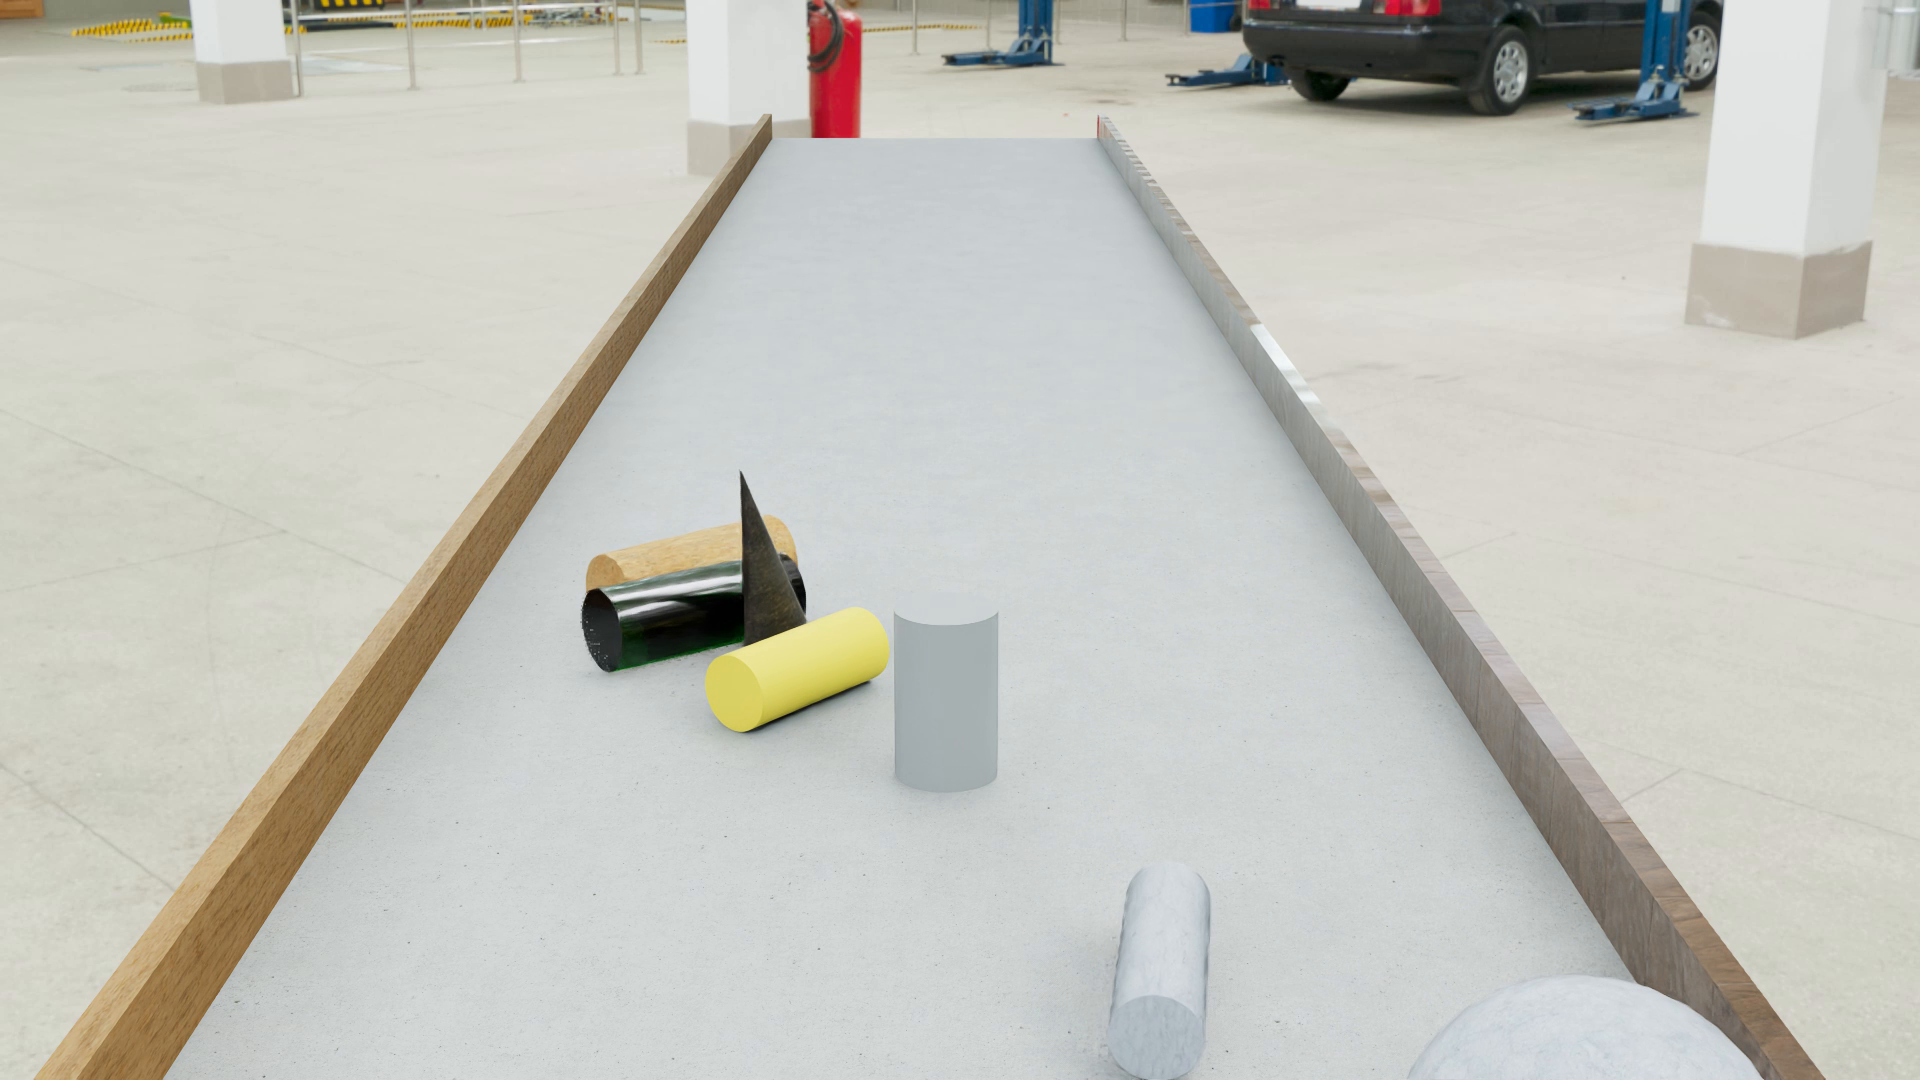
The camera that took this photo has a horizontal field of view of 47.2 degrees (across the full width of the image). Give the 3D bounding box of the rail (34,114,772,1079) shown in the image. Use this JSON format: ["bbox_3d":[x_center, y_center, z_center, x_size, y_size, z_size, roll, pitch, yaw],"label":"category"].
[{"bbox_3d":[-1.118,-0.838,7.780,0.050,0.150,12.000,0,17,-1],"label":"rail"}]

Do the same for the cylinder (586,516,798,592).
[{"bbox_3d":[-0.571,0.068,4.710,0.437,0.164,0.164,-15,22,-41],"label":"cylinder"}]

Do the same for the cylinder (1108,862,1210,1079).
[{"bbox_3d":[0.279,0.587,3.037,0.124,0.124,0.407,2,17,7],"label":"cylinder"}]

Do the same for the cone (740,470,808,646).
[{"bbox_3d":[-0.392,0.043,4.325,0.149,0.409,0.149,-8,25,4],"label":"cone"}]

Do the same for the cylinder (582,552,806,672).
[{"bbox_3d":[-0.536,0.142,4.455,0.425,0.168,0.168,-12,20,-35],"label":"cylinder"}]

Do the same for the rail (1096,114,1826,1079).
[{"bbox_3d":[0.932,-0.844,7.801,0.050,0.150,12.000,0,17,-1],"label":"rail"}]

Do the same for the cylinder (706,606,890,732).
[{"bbox_3d":[-0.304,0.241,4.160,0.146,0.146,0.357,13,21,36],"label":"cylinder"}]

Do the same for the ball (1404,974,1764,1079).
[{"bbox_3d":[0.596,0.605,2.091,0.377,0.377,0.377,0,17,0],"label":"ball"}]

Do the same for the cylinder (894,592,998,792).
[{"bbox_3d":[-0.024,0.262,3.813,0.180,0.303,0.180,0,17,0],"label":"cylinder"}]
